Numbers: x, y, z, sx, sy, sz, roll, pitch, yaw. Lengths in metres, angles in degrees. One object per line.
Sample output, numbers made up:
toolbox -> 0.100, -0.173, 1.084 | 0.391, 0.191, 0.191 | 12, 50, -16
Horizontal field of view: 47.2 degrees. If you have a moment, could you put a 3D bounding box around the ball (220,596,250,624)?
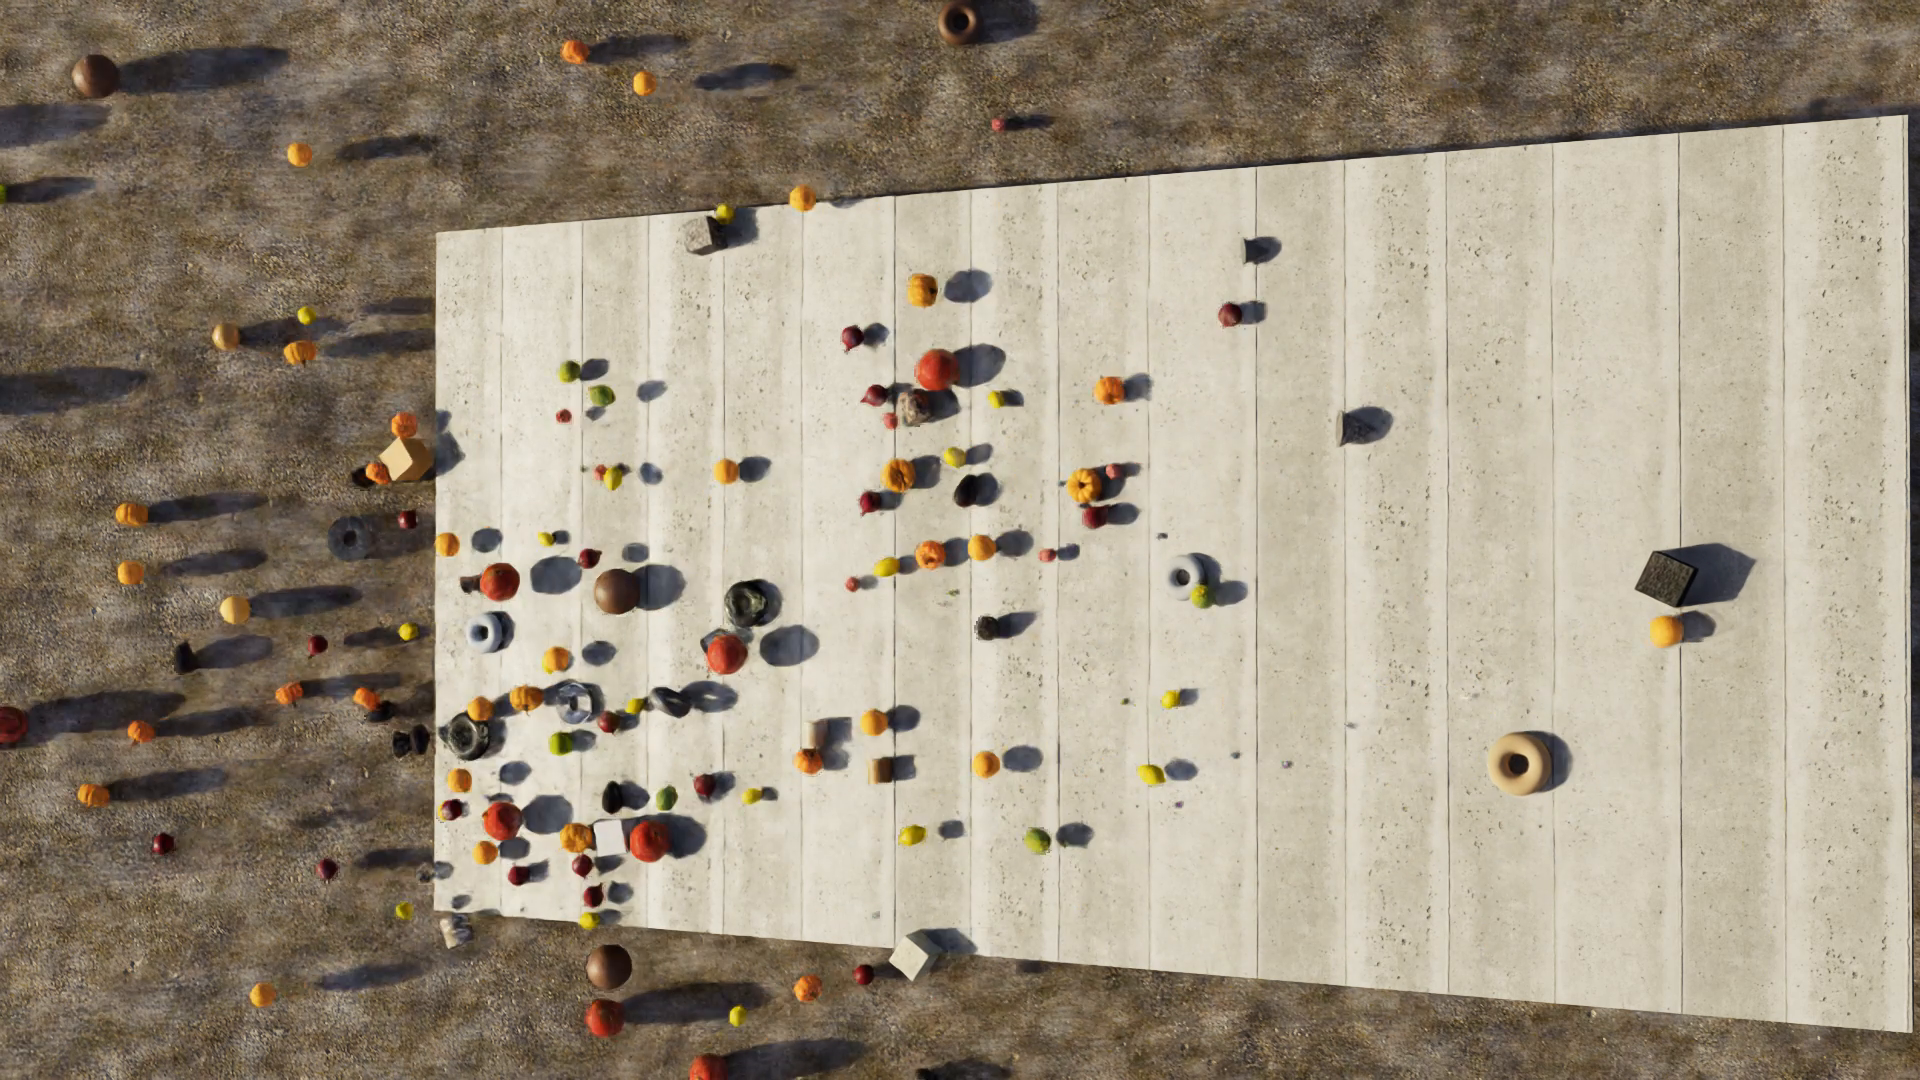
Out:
ball -> -2.154, 0.207, 6.541 | 0.086, 0.086, 0.086 | 0, 89, 0

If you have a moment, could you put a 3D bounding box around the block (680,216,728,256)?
block -> -0.705, -0.838, 6.062 | 0.082, 0.082, 0.082 | -15, 83, 24

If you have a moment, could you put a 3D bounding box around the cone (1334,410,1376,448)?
cone -> 0.958, -0.268, 5.296 | 0.092, 0.092, 0.092 | 0, 89, -2

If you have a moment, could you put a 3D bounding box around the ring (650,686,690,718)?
ring -> -0.801, 0.446, 6.063 | 0.122, 0.122, 0.041 | 33, 102, 0

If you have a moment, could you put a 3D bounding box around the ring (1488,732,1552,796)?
ring -> 1.302, 0.522, 5.121 | 0.149, 0.050, 0.149 | -1, 88, 26

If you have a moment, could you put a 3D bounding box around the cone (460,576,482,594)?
cone -> -1.416, 0.119, 6.401 | 0.058, 0.058, 0.058 | -26, 89, 19

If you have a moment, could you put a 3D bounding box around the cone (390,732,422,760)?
cone -> -1.624, 0.600, 6.507 | 0.083, 0.083, 0.083 | -18, 89, 21

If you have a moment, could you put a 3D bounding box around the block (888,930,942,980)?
block -> -0.117, 1.088, 5.763 | 0.084, 0.084, 0.084 | 37, 106, 20

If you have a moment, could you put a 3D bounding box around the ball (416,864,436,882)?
ball -> -1.571, 0.979, 6.464 | 0.056, 0.056, 0.056 | 0, 89, 0

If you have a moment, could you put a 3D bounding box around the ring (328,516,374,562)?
ring -> -1.819, -0.004, 6.561 | 0.141, 0.047, 0.141 | 0, 89, 5

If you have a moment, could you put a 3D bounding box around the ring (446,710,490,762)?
ring -> -1.431, 0.571, 6.406 | 0.147, 0.049, 0.147 | -1, 88, 26

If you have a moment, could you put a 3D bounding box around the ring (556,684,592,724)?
ring -> -1.099, 0.467, 6.256 | 0.118, 0.039, 0.118 | 0, 90, 26

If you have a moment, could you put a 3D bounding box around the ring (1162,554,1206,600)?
ring -> 0.558, 0.093, 5.482 | 0.115, 0.038, 0.115 | 0, 91, 25

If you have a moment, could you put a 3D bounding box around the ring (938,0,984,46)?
ring -> 0.003, -1.549, 6.581 | 0.137, 0.046, 0.137 | 0, 90, -1

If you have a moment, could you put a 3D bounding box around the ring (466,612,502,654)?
ring -> -1.383, 0.269, 6.392 | 0.122, 0.041, 0.122 | 0, 90, 24

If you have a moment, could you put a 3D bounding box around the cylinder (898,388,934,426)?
cylinder -> -0.116, -0.351, 5.784 | 0.073, 0.073, 0.073 | -22, 79, 0

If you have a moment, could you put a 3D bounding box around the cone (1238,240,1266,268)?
cone -> 0.731, -0.712, 5.414 | 0.067, 0.067, 0.067 | -16, 89, -23

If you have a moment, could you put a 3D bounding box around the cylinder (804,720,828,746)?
cylinder -> -0.389, 0.520, 5.907 | 0.065, 0.065, 0.065 | 0, 89, 0

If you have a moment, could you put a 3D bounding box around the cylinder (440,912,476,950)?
cylinder -> -1.459, 1.135, 6.388 | 0.084, 0.084, 0.084 | -20, 80, 0

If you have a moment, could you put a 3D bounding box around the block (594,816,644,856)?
block -> -0.955, 0.829, 6.155 | 0.092, 0.092, 0.092 | -12, 84, 25

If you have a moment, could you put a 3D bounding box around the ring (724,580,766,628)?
ring -> -0.588, 0.176, 6.018 | 0.131, 0.044, 0.131 | 0, 90, 26

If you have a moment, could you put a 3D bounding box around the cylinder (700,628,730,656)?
cylinder -> -0.673, 0.281, 6.046 | 0.060, 0.060, 0.060 | -35, 89, 22

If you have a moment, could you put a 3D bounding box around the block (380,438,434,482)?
block -> -1.631, -0.237, 6.487 | 0.092, 0.092, 0.092 | -38, 74, 23

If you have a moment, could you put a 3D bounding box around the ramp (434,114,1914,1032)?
ramp -> 0.282, 0.082, 5.688 | 4.000, 0.100, 2.000 | 0, 89, 25

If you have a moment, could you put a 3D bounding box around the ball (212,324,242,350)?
ball -> -2.184, -0.605, 6.552 | 0.081, 0.081, 0.081 | 0, 89, 0

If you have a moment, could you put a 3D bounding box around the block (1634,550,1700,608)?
block -> 1.595, 0.088, 4.961 | 0.097, 0.097, 0.097 | 28, 101, 23

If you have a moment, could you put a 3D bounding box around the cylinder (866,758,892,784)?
cylinder -> -0.214, 0.612, 5.825 | 0.062, 0.062, 0.062 | -5, 87, 0
